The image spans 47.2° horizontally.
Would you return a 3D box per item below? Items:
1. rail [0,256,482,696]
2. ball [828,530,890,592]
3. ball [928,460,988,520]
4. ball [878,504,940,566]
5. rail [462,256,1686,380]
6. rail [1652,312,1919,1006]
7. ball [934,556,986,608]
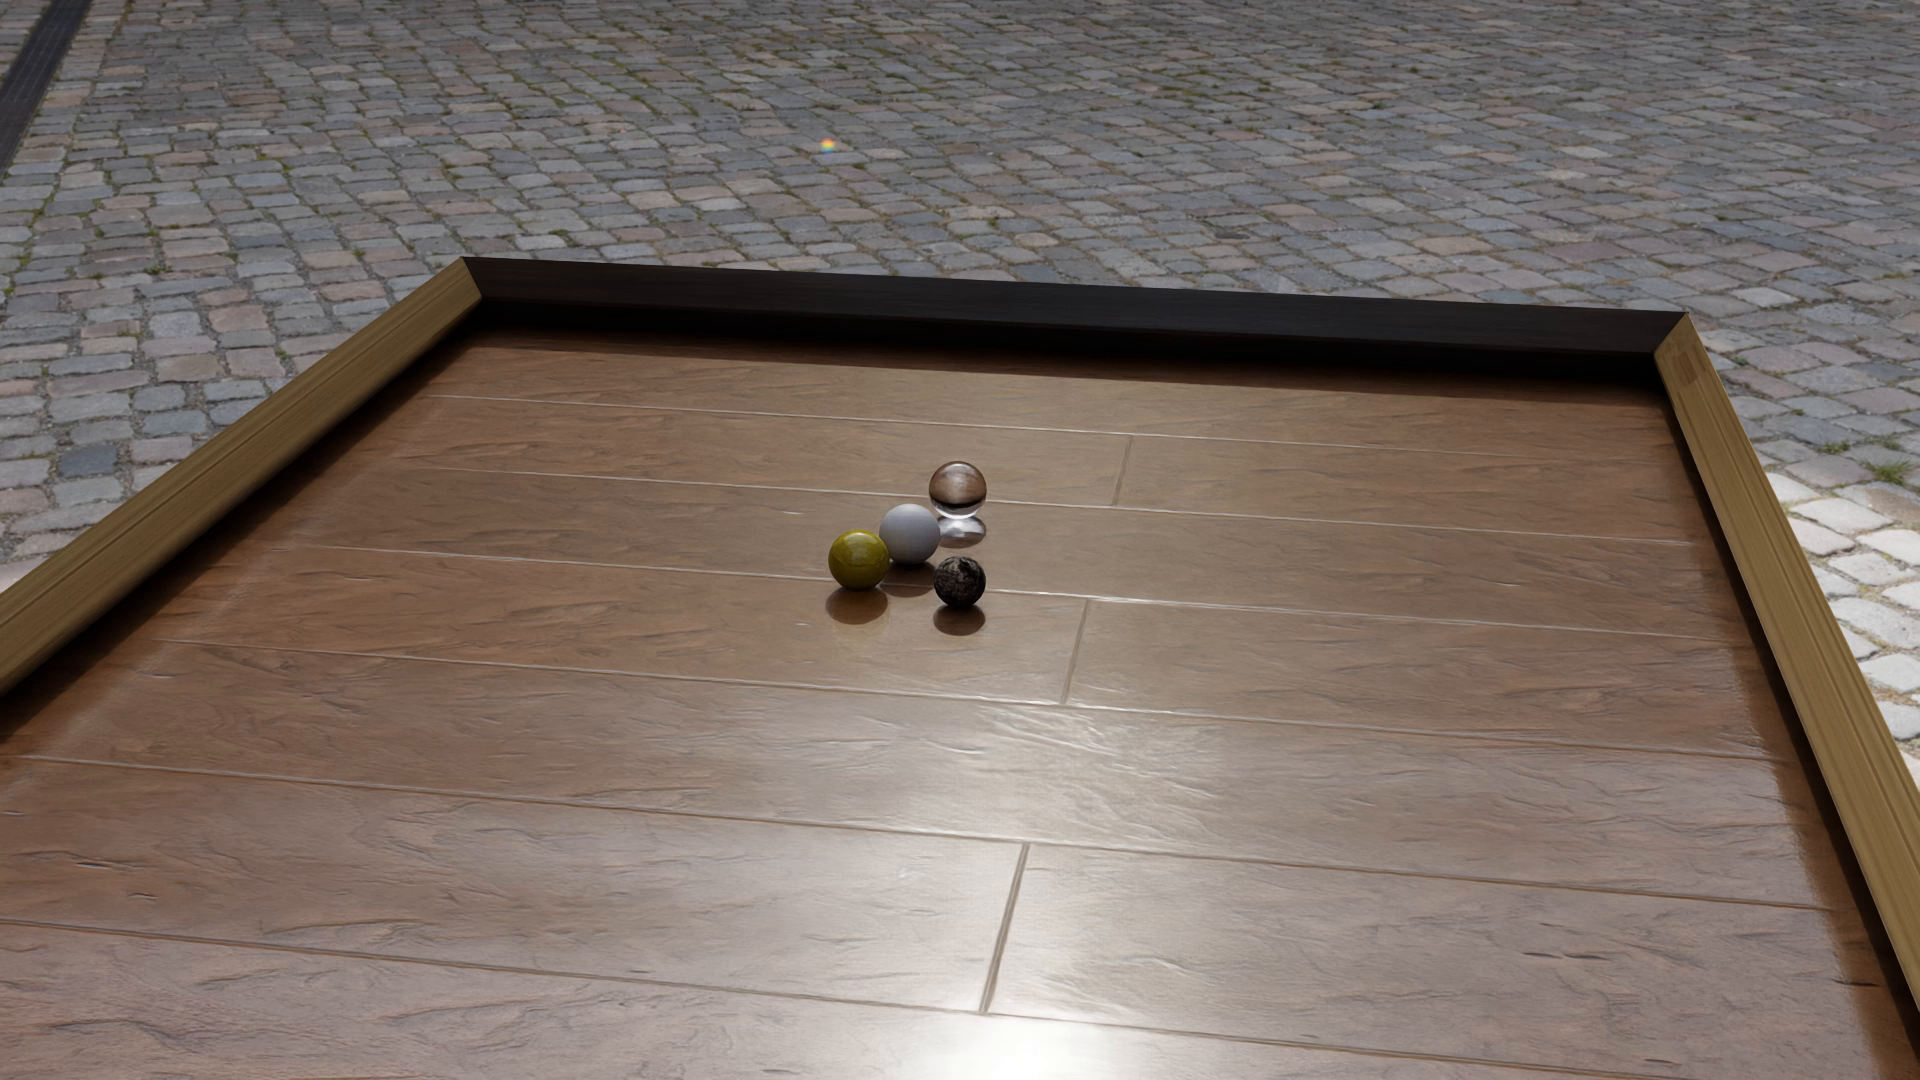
[{"bbox_3d":[-0.942,0.229,1.781,0.045,0.095,3.077,4,23,8],"label":"rail"},{"bbox_3d":[-0.106,0.021,2.312,0.065,0.065,0.065,0,23,0],"label":"ball"},{"bbox_3d":[-0.002,-0.056,2.494,0.066,0.066,0.066,0,23,0],"label":"ball"},{"bbox_3d":[-0.054,-0.006,2.375,0.067,0.067,0.067,0,23,0],"label":"ball"},{"bbox_3d":[0.119,-0.303,3.036,1.706,0.095,0.045,4,23,8],"label":"rail"},{"bbox_3d":[0.696,0.333,1.537,0.045,0.095,3.077,4,23,8],"label":"rail"},{"bbox_3d":[0.000,0.043,2.275,0.054,0.054,0.054,0,23,0],"label":"ball"}]
